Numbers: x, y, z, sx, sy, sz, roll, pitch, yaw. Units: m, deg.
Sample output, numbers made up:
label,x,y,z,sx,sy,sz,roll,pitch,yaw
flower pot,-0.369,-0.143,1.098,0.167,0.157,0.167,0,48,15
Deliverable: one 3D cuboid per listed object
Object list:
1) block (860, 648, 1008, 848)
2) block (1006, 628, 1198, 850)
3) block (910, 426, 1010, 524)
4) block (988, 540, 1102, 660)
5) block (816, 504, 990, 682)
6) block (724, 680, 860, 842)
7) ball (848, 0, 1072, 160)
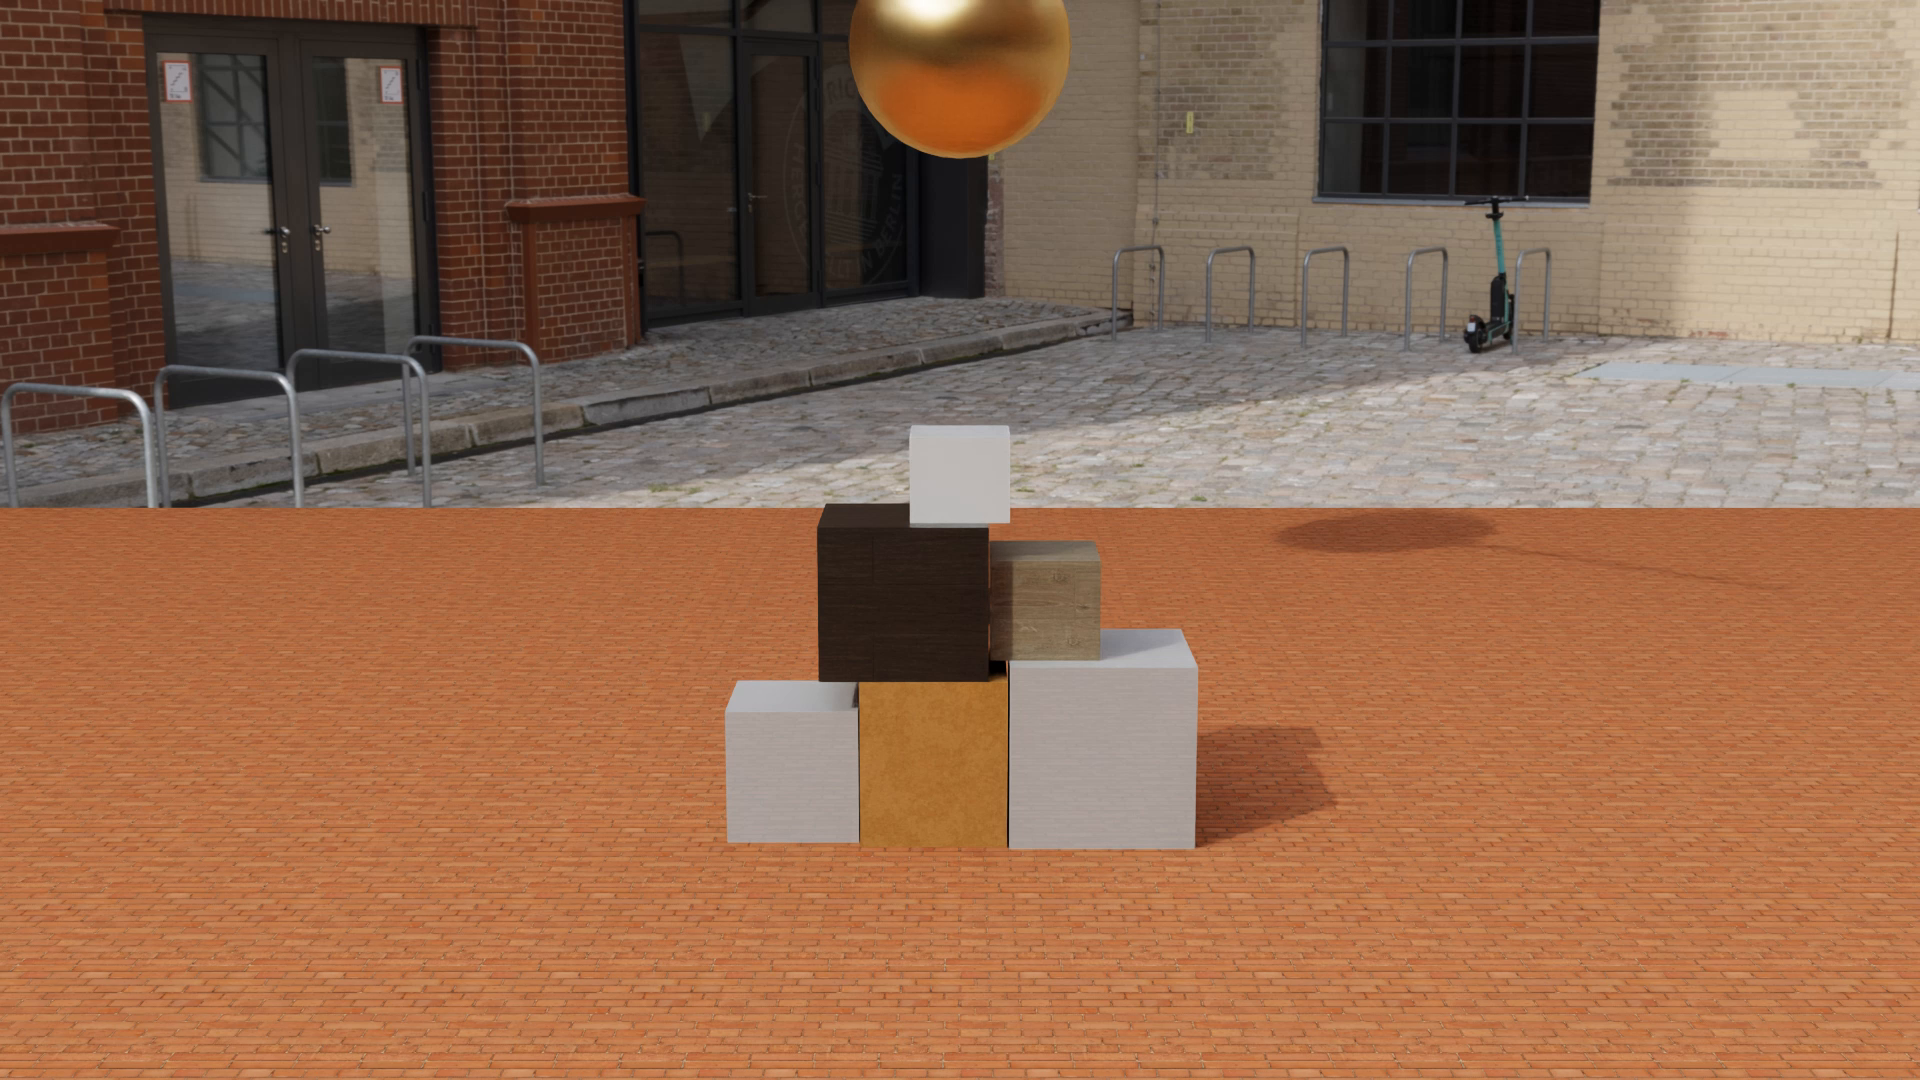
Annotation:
label,x,y,z,sx,sy,sz,roll,pitch,yaw
block,-0.132,1.059,11.362,0.737,0.852,0.757,0,10,0
block,0.712,1.013,11.383,0.932,0.935,0.879,0,10,0
block,0.000,-0.336,11.099,0.497,0.427,0.470,0,10,0
block,0.427,0.305,11.249,0.549,0.507,0.569,0,10,0
block,-0.280,0.257,11.214,0.844,0.779,0.738,0,10,0
block,-0.844,1.139,11.390,0.667,0.684,0.646,0,10,0
ball,0.000,-3.544,15.775,1.600,1.600,1.600,0,10,0
